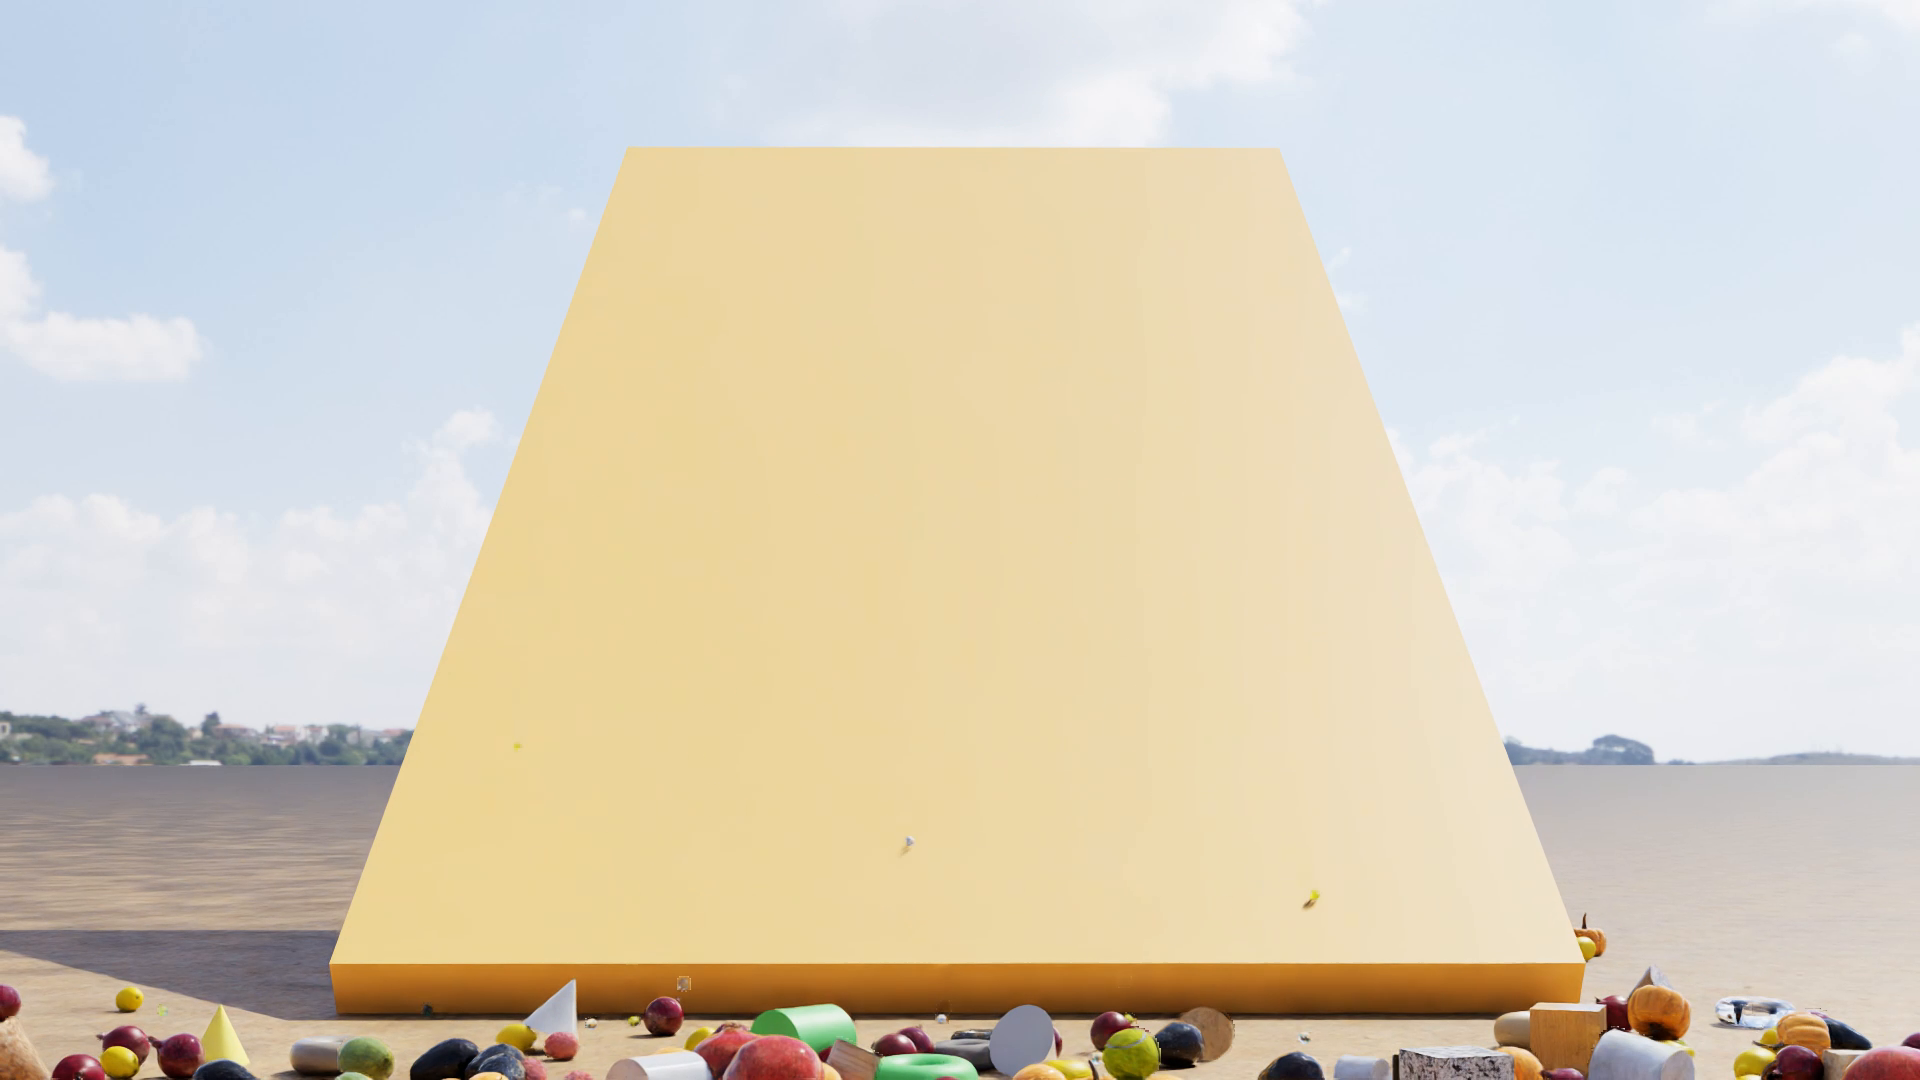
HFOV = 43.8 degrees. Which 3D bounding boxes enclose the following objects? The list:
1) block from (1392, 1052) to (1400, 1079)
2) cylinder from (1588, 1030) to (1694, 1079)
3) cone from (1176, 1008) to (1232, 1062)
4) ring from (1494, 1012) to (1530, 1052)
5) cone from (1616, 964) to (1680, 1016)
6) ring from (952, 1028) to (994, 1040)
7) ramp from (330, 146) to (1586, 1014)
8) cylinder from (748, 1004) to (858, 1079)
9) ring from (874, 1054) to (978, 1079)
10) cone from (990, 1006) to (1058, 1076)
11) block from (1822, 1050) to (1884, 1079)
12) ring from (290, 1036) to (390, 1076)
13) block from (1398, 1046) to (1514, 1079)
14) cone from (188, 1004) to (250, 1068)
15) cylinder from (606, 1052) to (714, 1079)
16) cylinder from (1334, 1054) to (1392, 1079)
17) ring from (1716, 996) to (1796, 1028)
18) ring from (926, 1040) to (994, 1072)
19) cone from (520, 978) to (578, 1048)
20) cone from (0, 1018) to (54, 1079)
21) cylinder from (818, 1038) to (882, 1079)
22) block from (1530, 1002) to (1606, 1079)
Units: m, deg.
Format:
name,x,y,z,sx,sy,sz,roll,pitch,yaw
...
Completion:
name,x,y,z,sx,sy,sz,roll,pitch,yaw
block,0.551,0.638,2.830,0.061,0.061,0.061,-2,-6,25
cylinder,0.772,0.608,2.704,0.085,0.085,0.085,5,3,-44
cone,0.336,0.692,3.277,0.078,0.078,0.078,-1,-32,7
ring,0.829,0.694,3.368,0.148,0.049,0.148,0,-6,0
cone,1.093,0.740,3.832,0.091,0.091,0.091,-33,-21,26
ring,0.030,0.701,3.340,0.087,0.029,0.087,0,-7,0
ramp,-0.011,-0.222,5.588,2.000,0.100,4.000,0,28,0
cylinder,-0.197,0.636,2.997,0.098,0.098,0.098,-5,-7,42
ring,-0.048,0.650,2.879,0.140,0.047,0.140,0,-4,0
cone,0.105,0.675,3.137,0.097,0.097,0.097,-4,-33,35
block,1.087,0.650,2.903,0.052,0.052,0.052,1,-5,-6
ring,-0.811,0.675,3.124,0.130,0.043,0.130,1,-6,0
block,0.540,0.602,2.594,0.090,0.090,0.090,2,-5,-16
cone,-0.996,0.664,3.213,0.080,0.080,0.080,0,-5,0
cylinder,-0.328,0.604,2.599,0.087,0.087,0.087,-5,-7,43
cylinder,0.485,0.648,2.877,0.050,0.050,0.050,-5,-7,41
ring,1.225,0.727,3.676,0.119,0.040,0.119,1,-5,0
ring,0.006,0.682,3.156,0.104,0.035,0.104,-1,-6,0
cone,-0.561,0.659,3.366,0.089,0.089,0.089,20,-18,7
cone,-1.165,0.661,2.975,0.095,0.095,0.095,27,-5,1
cylinder,-0.131,0.628,2.817,0.059,0.059,0.059,23,-14,6
block,0.790,0.650,3.096,0.087,0.087,0.087,-2,-6,21
